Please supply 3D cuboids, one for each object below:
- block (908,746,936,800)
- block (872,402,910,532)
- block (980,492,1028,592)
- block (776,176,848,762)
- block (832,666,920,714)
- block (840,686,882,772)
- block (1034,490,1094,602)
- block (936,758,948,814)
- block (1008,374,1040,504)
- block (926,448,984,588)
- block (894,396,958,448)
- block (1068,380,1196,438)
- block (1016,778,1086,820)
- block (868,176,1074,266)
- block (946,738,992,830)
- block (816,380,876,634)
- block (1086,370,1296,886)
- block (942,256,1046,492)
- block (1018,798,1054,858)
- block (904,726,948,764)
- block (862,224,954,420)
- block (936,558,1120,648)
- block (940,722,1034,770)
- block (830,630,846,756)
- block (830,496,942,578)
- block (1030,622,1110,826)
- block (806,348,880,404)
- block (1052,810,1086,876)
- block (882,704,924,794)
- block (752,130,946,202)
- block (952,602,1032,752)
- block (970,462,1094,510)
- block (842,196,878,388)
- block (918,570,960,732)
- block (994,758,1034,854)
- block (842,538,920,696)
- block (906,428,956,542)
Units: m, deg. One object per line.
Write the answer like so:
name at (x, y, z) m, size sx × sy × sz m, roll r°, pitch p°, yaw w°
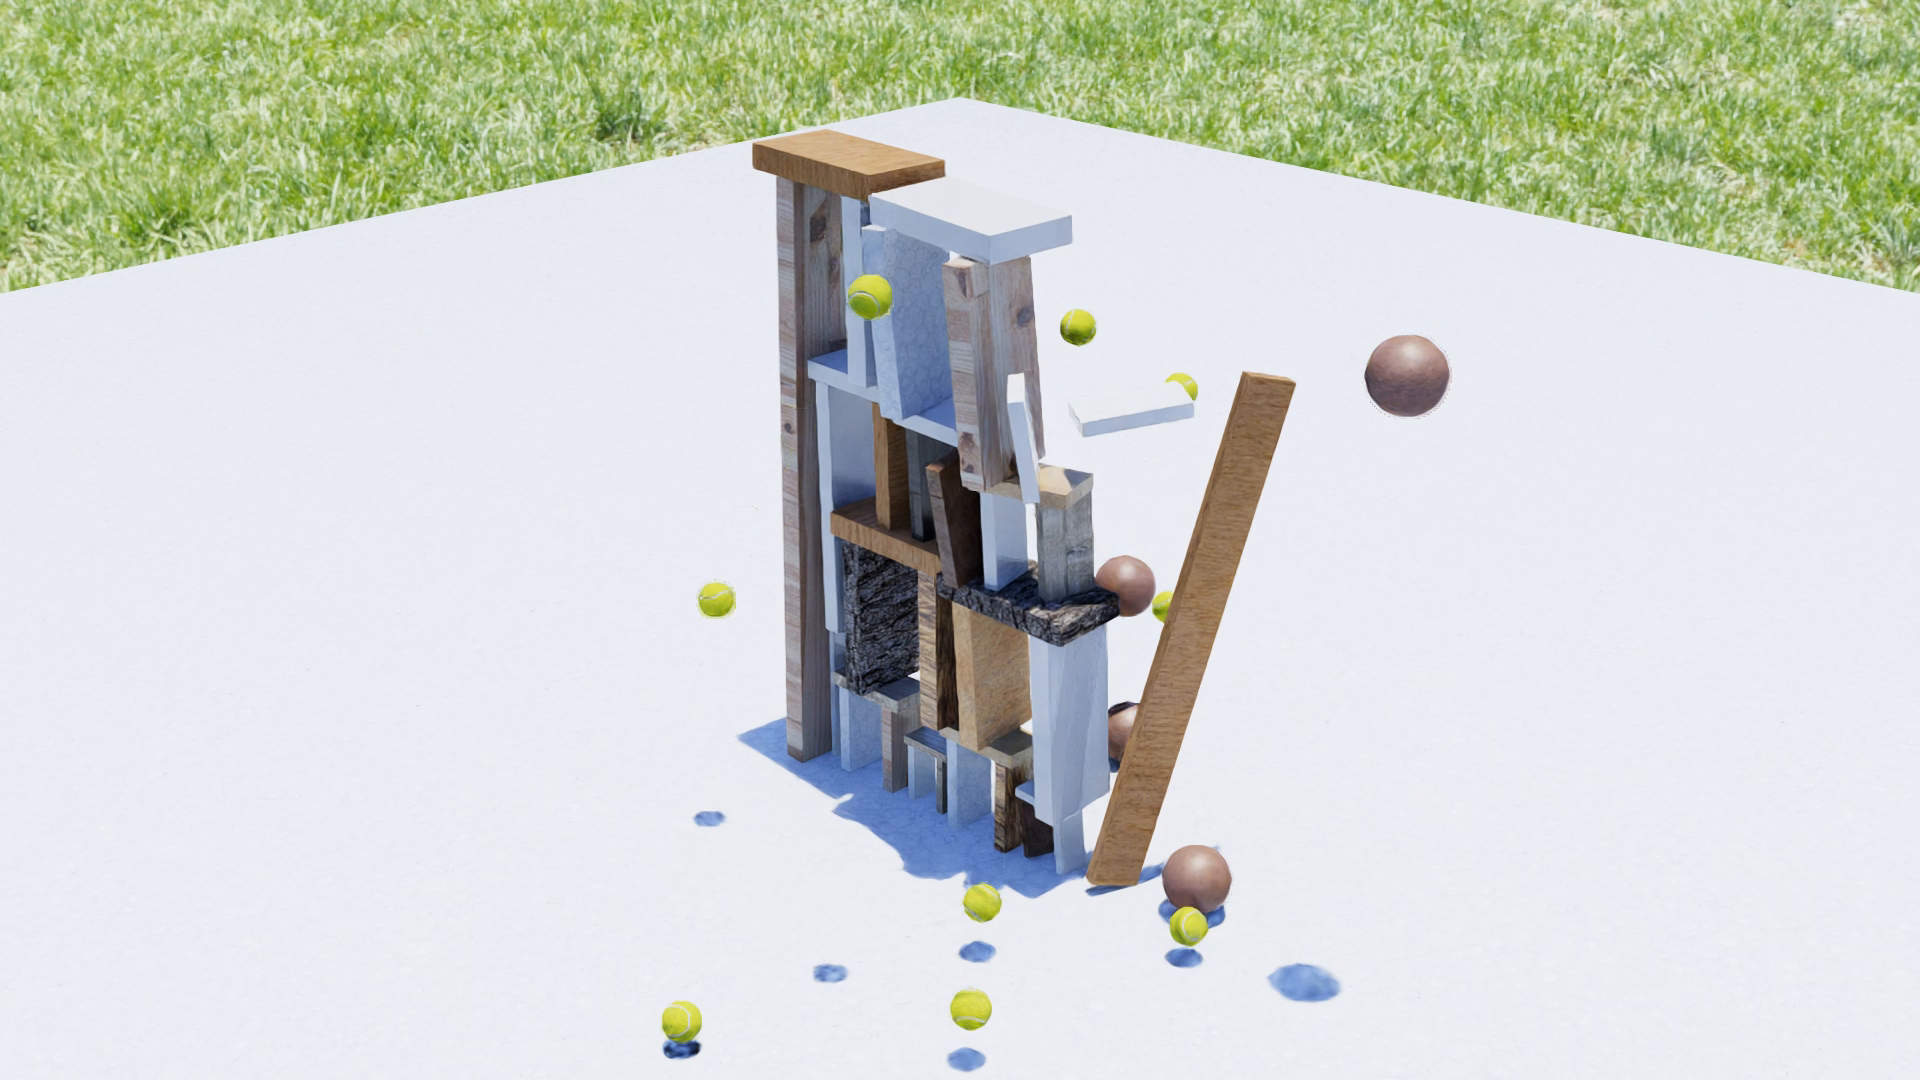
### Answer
block at (-0.078, 0.466, 4.505) m, size 0.017 × 0.122 × 0.061 m, roll 21°, pitch 31°, yaw 41°
block at (-0.107, -0.158, 4.262) m, size 0.036 × 0.256 × 0.128 m, roll 19°, pitch 30°, yaw 40°
block at (0.082, -0.018, 4.042) m, size 0.029 × 0.202 × 0.101 m, roll 15°, pitch 32°, yaw 33°
block at (-0.277, -0.135, 4.470) m, size 0.180 × 1.255 × 0.051 m, roll -21°, pitch 32°, yaw -40°
block at (-0.161, 0.298, 4.530) m, size 0.096 × 0.027 × 0.193 m, roll -22°, pitch 31°, yaw -40°
block at (-0.206, 0.381, 4.615) m, size 0.027 × 0.193 × 0.096 m, roll 21°, pitch 31°, yaw 41°
block at (0.190, 0.006, 3.981) m, size 0.101 × 0.202 × 0.029 m, roll -15°, pitch 28°, yaw -22°
block at (-0.020, 0.489, 4.452) m, size 0.017 × 0.122 × 0.061 m, roll 21°, pitch 31°, yaw 41°
block at (0.112, -0.177, 3.837) m, size 0.029 × 0.203 × 0.102 m, roll -7°, pitch 32°, yaw 6°
block at (0.005, -0.047, 4.045) m, size 0.033 × 0.250 × 0.117 m, roll 18°, pitch 40°, yaw 38°
block at (-0.012, -0.223, 4.083) m, size 0.117 × 0.033 × 0.234 m, roll -20°, pitch 26°, yaw -31°
block at (0.302, -0.231, 3.879) m, size 0.203 × 0.029 × 0.102 m, roll -11°, pitch 28°, yaw -7°
block at (0.174, 0.496, 4.233) m, size 0.064 × 0.018 × 0.128 m, roll -24°, pitch 34°, yaw -37°
block at (0.016, -0.566, 3.873) m, size 0.180 × 0.051 × 0.359 m, roll -19°, pitch 29°, yaw -32°
block at (0.019, 0.471, 4.398) m, size 0.098 × 0.196 × 0.028 m, roll -22°, pitch 31°, yaw -40°
block at (-0.220, -0.078, 4.430) m, size 0.128 × 0.535 × 0.036 m, roll -22°, pitch 31°, yaw -40°
block at (0.418, 0.181, 4.043) m, size 0.102 × 1.019 × 0.029 m, roll 5°, pitch 20°, yaw -31°
block at (0.062, -0.311, 3.876) m, size 0.051 × 0.413 × 0.180 m, roll 15°, pitch 32°, yaw 37°
block at (0.151, 0.551, 4.297) m, size 0.064 × 0.128 × 0.018 m, roll -11°, pitch 8°, yaw -25°
block at (-0.049, 0.413, 4.452) m, size 0.122 × 0.017 × 0.061 m, roll 21°, pitch 31°, yaw 41°
block at (-0.087, -0.421, 4.064) m, size 0.051 × 0.359 × 0.180 m, roll 12°, pitch 28°, yaw 37°
block at (0.124, 0.101, 4.075) m, size 0.158 × 0.045 × 0.317 m, roll -26°, pitch 34°, yaw -38°
block at (0.064, 0.386, 4.311) m, size 0.098 × 0.028 × 0.196 m, roll -22°, pitch 31°, yaw -40°
block at (-0.251, 0.309, 4.634) m, size 0.045 × 0.311 × 0.013 m, roll -22°, pitch 31°, yaw -41°
block at (-0.082, -0.012, 4.305) m, size 0.166 × 0.047 × 0.331 m, roll -22°, pitch 31°, yaw -40°
block at (0.206, 0.328, 4.103) m, size 0.158 × 0.395 × 0.045 m, roll -25°, pitch 34°, yaw -38°
block at (-0.165, -0.317, 4.262) m, size 0.128 × 0.036 × 0.256 m, roll -21°, pitch 31°, yaw -39°
block at (0.210, 0.576, 4.234) m, size 0.064 × 0.128 × 0.018 m, roll -23°, pitch 29°, yaw -37°
block at (-0.115, 0.417, 4.532) m, size 0.096 × 0.193 × 0.027 m, roll -22°, pitch 31°, yaw -40°
block at (-0.213, -0.709, 4.149) m, size 0.180 × 0.051 × 0.360 m, roll -19°, pitch 29°, yaw -37°
block at (0.064, 0.232, 4.226) m, size 0.045 × 0.317 × 0.158 m, roll 21°, pitch 35°, yaw 39°
block at (0.128, -0.105, 3.952) m, size 0.202 × 0.029 × 0.101 m, roll 13°, pitch 31°, yaw 30°
block at (-0.132, -0.484, 4.146) m, size 0.180 × 0.360 × 0.051 m, roll -21°, pitch 30°, yaw -39°
block at (-0.003, 0.193, 4.307) m, size 0.166 × 0.331 × 0.047 m, roll -22°, pitch 31°, yaw -40°
block at (0.112, 0.507, 4.313) m, size 0.098 × 0.196 × 0.028 m, roll -21°, pitch 31°, yaw -40°
block at (-0.157, 0.133, 4.454) m, size 0.166 × 0.335 × 0.047 m, roll -22°, pitch 31°, yaw -40°
block at (-0.043, -0.123, 4.203) m, size 0.117 × 0.234 × 0.033 m, roll -23°, pitch 32°, yaw -37°
